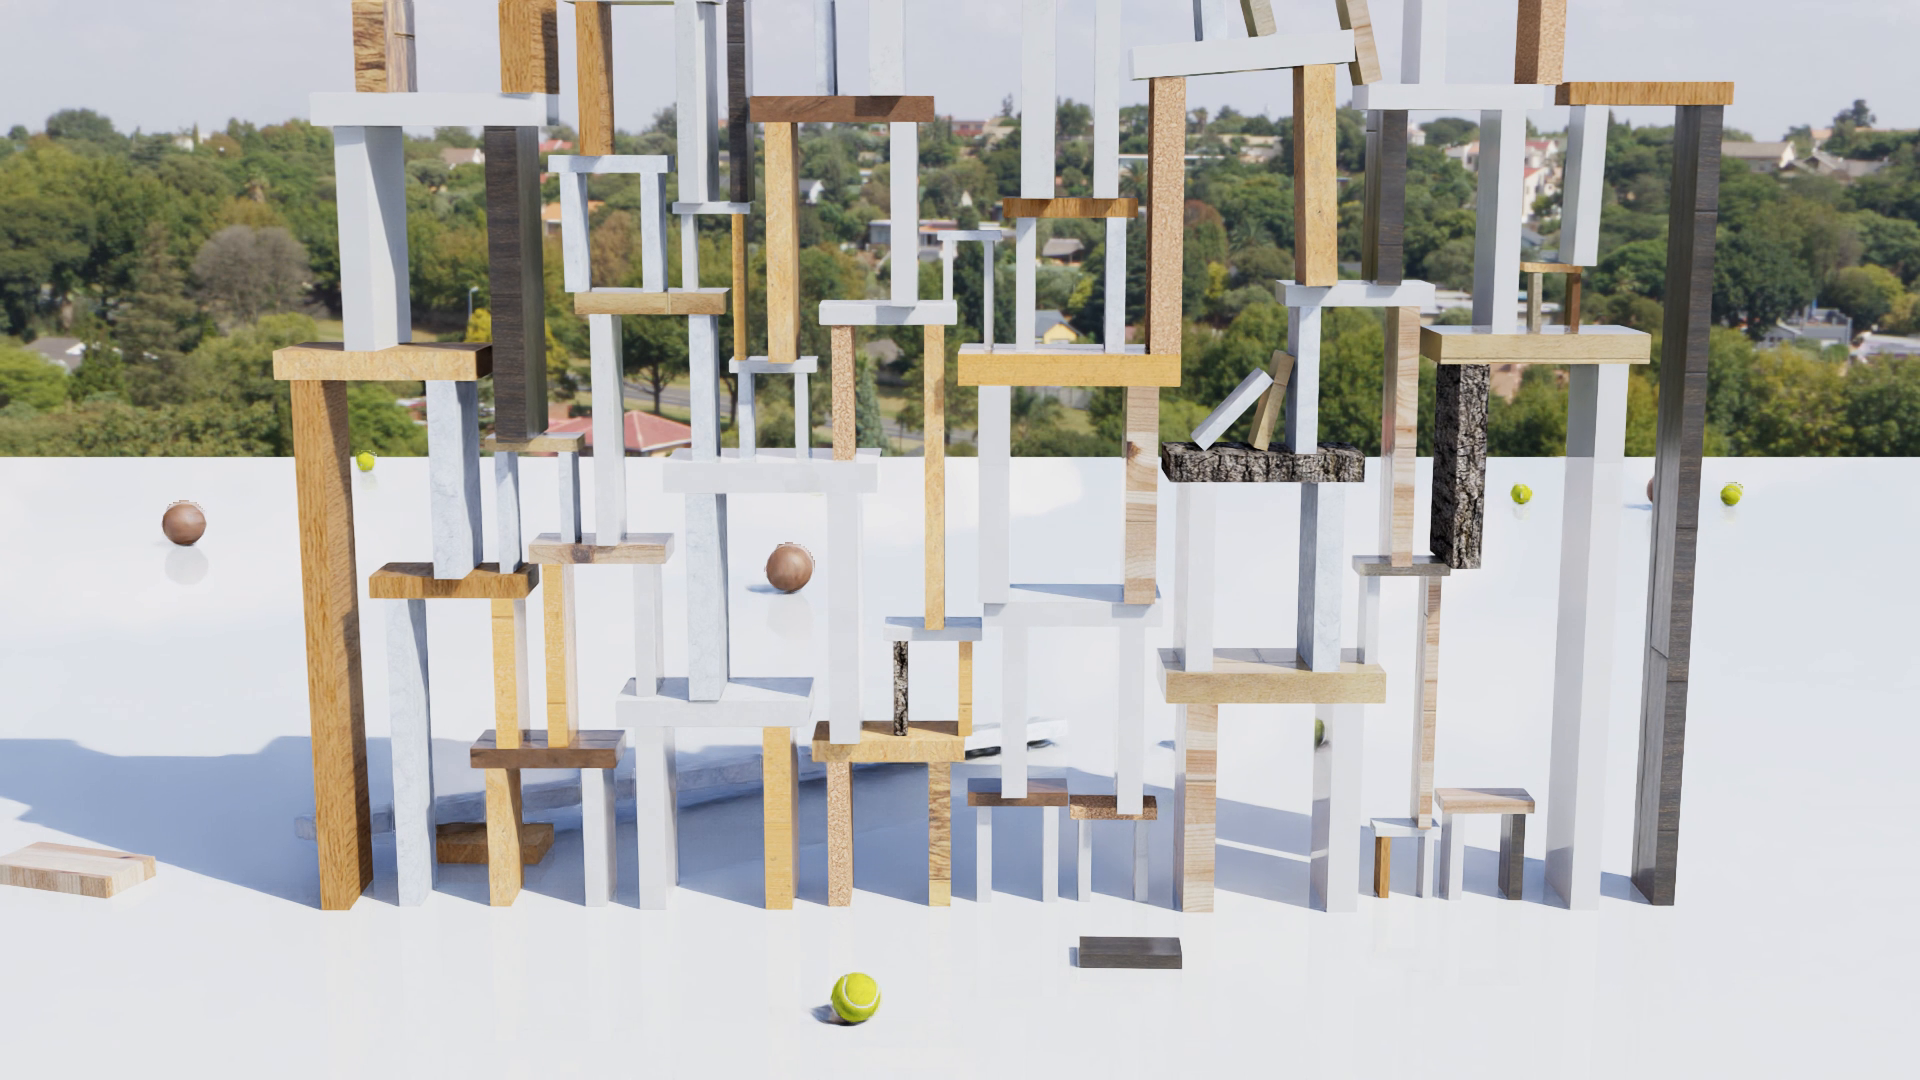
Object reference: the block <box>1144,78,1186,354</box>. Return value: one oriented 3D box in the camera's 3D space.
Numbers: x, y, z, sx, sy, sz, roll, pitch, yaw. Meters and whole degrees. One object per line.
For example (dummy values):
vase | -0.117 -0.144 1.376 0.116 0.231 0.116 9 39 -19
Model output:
block | 0.323 -0.512 3.465 0.047 0.422 0.167 0 10 2

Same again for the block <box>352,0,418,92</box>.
block | -0.892 -0.861 3.397 0.048 0.337 0.168 0 10 2

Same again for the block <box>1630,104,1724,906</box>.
block | 1.155 -0.045 3.554 0.035 1.291 0.123 0 11 0

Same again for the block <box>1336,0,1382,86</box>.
block | 0.601 -0.849 3.400 0.030 0.287 0.106 -13 10 3

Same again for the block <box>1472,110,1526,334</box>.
block | 0.847 -0.502 3.460 0.038 0.343 0.134 0 11 -1

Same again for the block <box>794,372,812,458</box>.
block | -0.250 -0.203 3.523 0.020 0.138 0.069 0 11 2

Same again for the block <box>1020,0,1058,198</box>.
block | 0.124 -0.791 3.416 0.050 0.510 0.177 1 10 3

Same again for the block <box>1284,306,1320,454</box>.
block | 0.546 -0.261 3.507 0.033 0.232 0.116 0 11 0

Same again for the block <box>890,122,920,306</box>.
block | -0.086 -0.514 3.459 0.040 0.281 0.140 0 11 1

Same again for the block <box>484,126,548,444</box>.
block | -0.701 -0.407 3.481 0.049 0.488 0.173 0 10 1

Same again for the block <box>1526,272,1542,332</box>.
block | 0.910 -0.378 3.484 0.013 0.091 0.045 -1 10 2

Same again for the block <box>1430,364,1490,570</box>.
block | 0.802 -0.129 3.535 0.046 0.326 0.163 0 11 -1

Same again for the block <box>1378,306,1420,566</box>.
block | 0.703 -0.172 3.524 0.033 0.414 0.116 0 11 0

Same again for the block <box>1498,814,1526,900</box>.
block | 0.918 0.516 3.659 0.021 0.149 0.075 0 11 0

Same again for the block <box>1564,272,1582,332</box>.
block | 0.971 -0.378 3.484 0.013 0.091 0.045 0 11 2

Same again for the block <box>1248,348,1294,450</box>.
block | 0.498 -0.225 3.524 0.022 0.155 0.077 15 10 -3

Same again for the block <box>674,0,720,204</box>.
block | -0.409 -0.681 3.430 0.033 0.304 0.116 2 11 9

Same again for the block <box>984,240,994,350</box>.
block | 0.047 -0.390 3.492 0.014 0.173 0.049 1 10 4

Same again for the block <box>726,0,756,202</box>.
block | -0.343 -0.708 3.434 0.027 0.355 0.096 0 11 2

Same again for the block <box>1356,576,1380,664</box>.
block | 0.666 0.123 3.587 0.021 0.147 0.073 0 11 0

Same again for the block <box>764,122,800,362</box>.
block | -0.279 -0.471 3.469 0.040 0.369 0.140 0 11 0

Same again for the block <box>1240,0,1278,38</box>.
block | 0.442 -0.882 3.395 0.030 0.211 0.106 -15 10 3

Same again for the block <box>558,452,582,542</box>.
block | -0.629 -0.075 3.547 0.021 0.148 0.074 0 11 -1

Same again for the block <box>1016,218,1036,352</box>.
block | 0.104 -0.408 3.486 0.030 0.210 0.105 0 10 2

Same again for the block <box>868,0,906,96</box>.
block | -0.112 -0.866 3.395 0.050 0.355 0.177 0 11 1

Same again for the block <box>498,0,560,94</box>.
block | -0.667 -0.860 3.389 0.048 0.337 0.168 1 10 4

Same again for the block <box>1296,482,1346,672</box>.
block | 0.584 0.046 3.564 0.043 0.306 0.153 0 11 -1

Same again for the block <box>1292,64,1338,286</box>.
block | 0.555 -0.571 3.443 0.047 0.334 0.167 -2 10 3

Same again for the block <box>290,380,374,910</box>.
block | -1.022 0.164 3.588 0.045 0.868 0.158 0 11 -1

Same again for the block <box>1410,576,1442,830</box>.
block | 0.765 0.260 3.612 0.021 0.425 0.073 0 11 0

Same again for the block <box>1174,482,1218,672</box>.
block | 0.380 0.046 3.563 0.043 0.306 0.153 0 11 -2

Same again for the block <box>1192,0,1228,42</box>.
block | 0.379 -0.901 3.389 0.037 0.264 0.132 -4 10 2

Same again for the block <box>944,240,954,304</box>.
block | -0.019 -0.426 3.481 0.014 0.099 0.049 0 11 1

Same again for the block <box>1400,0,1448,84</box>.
block | 0.719 -0.841 3.397 0.038 0.271 0.135 0 11 -1

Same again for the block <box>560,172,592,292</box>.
block | -0.606 -0.487 3.471 0.026 0.184 0.092 -1 11 1

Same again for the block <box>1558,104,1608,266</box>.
block | 0.984 -0.561 3.474 0.035 0.247 0.123 2 11 4

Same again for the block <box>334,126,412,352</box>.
block | -0.930 -0.481 3.488 0.049 0.346 0.173 1 11 5

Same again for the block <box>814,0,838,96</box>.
block | -0.209 -0.788 3.417 0.027 0.193 0.096 -1 11 1

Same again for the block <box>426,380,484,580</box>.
block | -0.812 -0.108 3.538 0.045 0.316 0.158 0 11 0

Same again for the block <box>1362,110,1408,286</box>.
block | 0.666 -0.539 3.451 0.038 0.268 0.134 0 11 0

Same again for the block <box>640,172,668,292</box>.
block | -0.482 -0.487 3.471 0.026 0.184 0.092 0 11 1

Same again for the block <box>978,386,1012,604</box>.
block | 0.056 -0.086 3.546 0.049 0.346 0.173 0 10 2

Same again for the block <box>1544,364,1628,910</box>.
block | 1.020 0.150 3.589 0.046 0.894 0.163 0 11 0

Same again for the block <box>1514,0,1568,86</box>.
block | 0.900 -0.841 3.399 0.038 0.271 0.135 0 11 -1

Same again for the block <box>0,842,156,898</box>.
block | -1.509 0.560 3.738 0.245 0.035 0.122 4 11 19

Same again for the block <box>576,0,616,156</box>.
block | -0.568 -0.718 3.428 0.033 0.232 0.116 0 11 2

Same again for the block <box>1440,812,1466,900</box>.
block | 0.819 0.516 3.659 0.021 0.149 0.075 0 11 0

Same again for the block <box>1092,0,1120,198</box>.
block | 0.228 -0.790 3.409 0.037 0.511 0.132 0 10 3

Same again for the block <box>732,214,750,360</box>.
block | -0.347 -0.402 3.479 0.017 0.229 0.061 0 11 1

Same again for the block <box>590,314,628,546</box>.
block | -0.562 -0.182 3.522 0.033 0.368 0.116 0 11 0

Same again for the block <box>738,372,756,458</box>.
block | -0.341 -0.203 3.522 0.020 0.138 0.069 0 11 0

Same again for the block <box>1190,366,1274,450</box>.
block | 0.434 -0.211 3.525 0.022 0.155 0.077 43 7 -8

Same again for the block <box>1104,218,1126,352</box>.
block | 0.245 -0.406 3.480 0.030 0.210 0.105 0 10 2

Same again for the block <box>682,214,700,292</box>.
block | -0.425 -0.455 3.471 0.017 0.122 0.061 0 11 2

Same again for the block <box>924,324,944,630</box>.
block | -0.040 -0.106 3.540 0.030 0.489 0.108 0 11 0

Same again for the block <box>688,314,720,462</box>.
block | -0.407 -0.249 3.513 0.033 0.232 0.116 0 11 0

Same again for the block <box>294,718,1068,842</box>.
block | -0.469 0.443 4.187 1.553 0.035 0.122 -5 1 -32

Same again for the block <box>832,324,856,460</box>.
block | -0.185 -0.242 3.517 0.030 0.215 0.108 0 11 1

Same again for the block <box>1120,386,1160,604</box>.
block | 0.288 -0.085 3.539 0.049 0.346 0.173 0 10 2

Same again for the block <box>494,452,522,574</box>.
block | -0.729 -0.050 3.553 0.021 0.198 0.074 0 11 1
